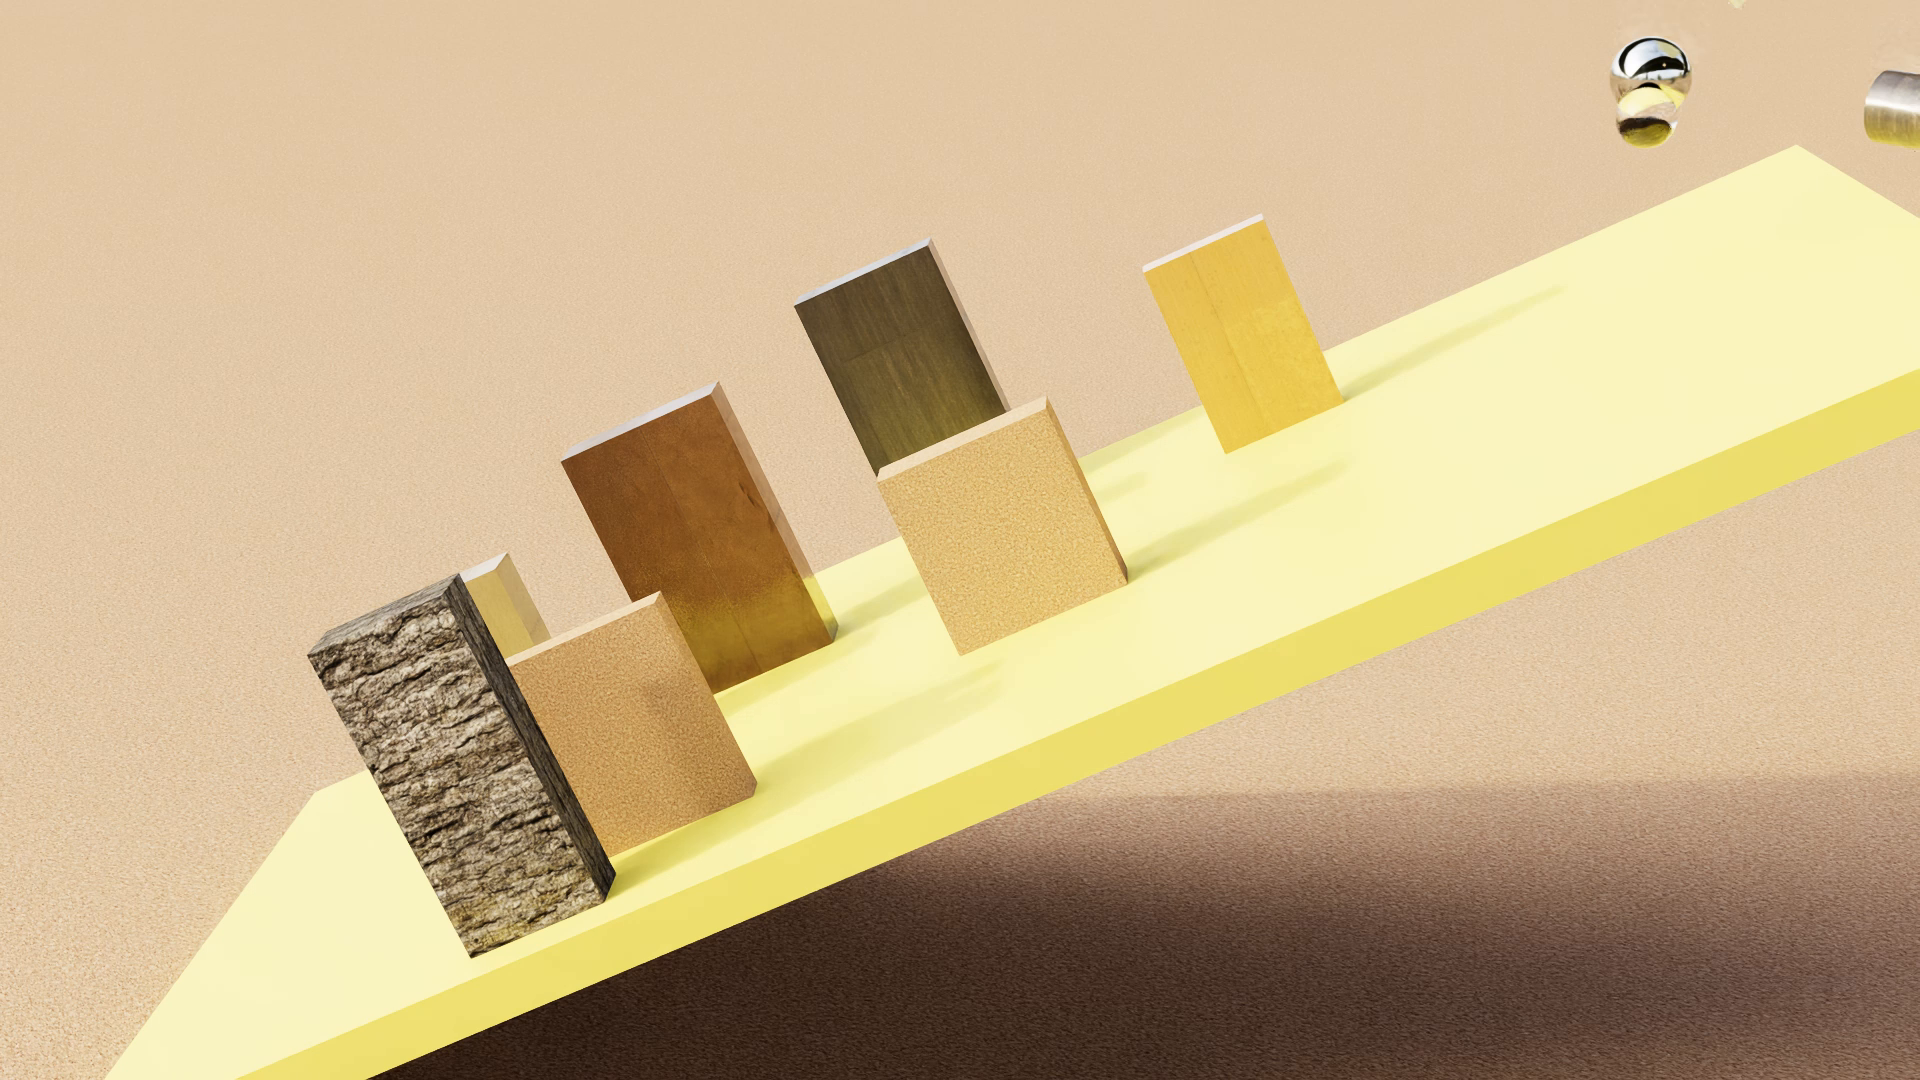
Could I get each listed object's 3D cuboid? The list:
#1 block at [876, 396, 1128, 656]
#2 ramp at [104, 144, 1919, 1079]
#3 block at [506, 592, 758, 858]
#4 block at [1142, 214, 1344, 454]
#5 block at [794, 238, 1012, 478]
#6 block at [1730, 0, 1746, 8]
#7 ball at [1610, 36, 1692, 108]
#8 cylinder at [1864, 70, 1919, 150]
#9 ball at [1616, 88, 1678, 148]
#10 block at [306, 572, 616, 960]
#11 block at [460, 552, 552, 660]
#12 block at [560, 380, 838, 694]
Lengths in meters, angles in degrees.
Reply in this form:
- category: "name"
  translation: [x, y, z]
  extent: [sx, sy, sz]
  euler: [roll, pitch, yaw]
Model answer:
- category: "block"
  translation: [0.088, -0.028, 6.020]
  extent: [0.377, 0.403, 0.123]
  euler: [-24, 13, 9]
- category: "ramp"
  translation: [0.134, 0.169, 6.283]
  extent: [4.000, 0.100, 2.000]
  euler: [-24, 13, 9]
- category: "block"
  translation: [-0.683, 0.383, 5.785]
  extent: [0.415, 0.435, 0.080]
  euler: [-24, 13, 9]
- category: "block"
  translation: [0.634, -0.459, 6.575]
  extent: [0.288, 0.454, 0.082]
  euler: [-24, 13, 9]
- category: "block"
  translation: [-0.091, -0.343, 7.016]
  extent: [0.349, 0.662, 0.119]
  euler: [-24, 13, 9]
- category: "block"
  translation: [1.636, -1.271, 6.071]
  extent: [0.206, 0.206, 0.206]
  euler: [-43, -4, -10]
- category: "ball"
  translation: [1.436, -0.961, 6.113]
  extent: [0.169, 0.169, 0.169]
  euler: [0, 16, 0]
- category: "cylinder"
  translation: [1.859, -0.833, 5.712]
  extent: [0.144, 0.144, 0.144]
  euler: [-14, 23, -40]
- category: "ball"
  translation: [1.403, -0.862, 6.009]
  extent: [0.125, 0.125, 0.125]
  euler: [0, 16, 0]
- category: "block"
  translation: [-0.937, 0.429, 5.567]
  extent: [0.285, 0.665, 0.147]
  euler: [-24, 13, 9]
- category: "block"
  translation: [-0.991, 0.322, 6.412]
  extent: [0.247, 0.521, 0.137]
  euler: [-24, 13, 9]
- category: "block"
  translation: [-0.582, 0.010, 6.625]
  extent: [0.373, 0.628, 0.138]
  euler: [-24, 13, 9]
